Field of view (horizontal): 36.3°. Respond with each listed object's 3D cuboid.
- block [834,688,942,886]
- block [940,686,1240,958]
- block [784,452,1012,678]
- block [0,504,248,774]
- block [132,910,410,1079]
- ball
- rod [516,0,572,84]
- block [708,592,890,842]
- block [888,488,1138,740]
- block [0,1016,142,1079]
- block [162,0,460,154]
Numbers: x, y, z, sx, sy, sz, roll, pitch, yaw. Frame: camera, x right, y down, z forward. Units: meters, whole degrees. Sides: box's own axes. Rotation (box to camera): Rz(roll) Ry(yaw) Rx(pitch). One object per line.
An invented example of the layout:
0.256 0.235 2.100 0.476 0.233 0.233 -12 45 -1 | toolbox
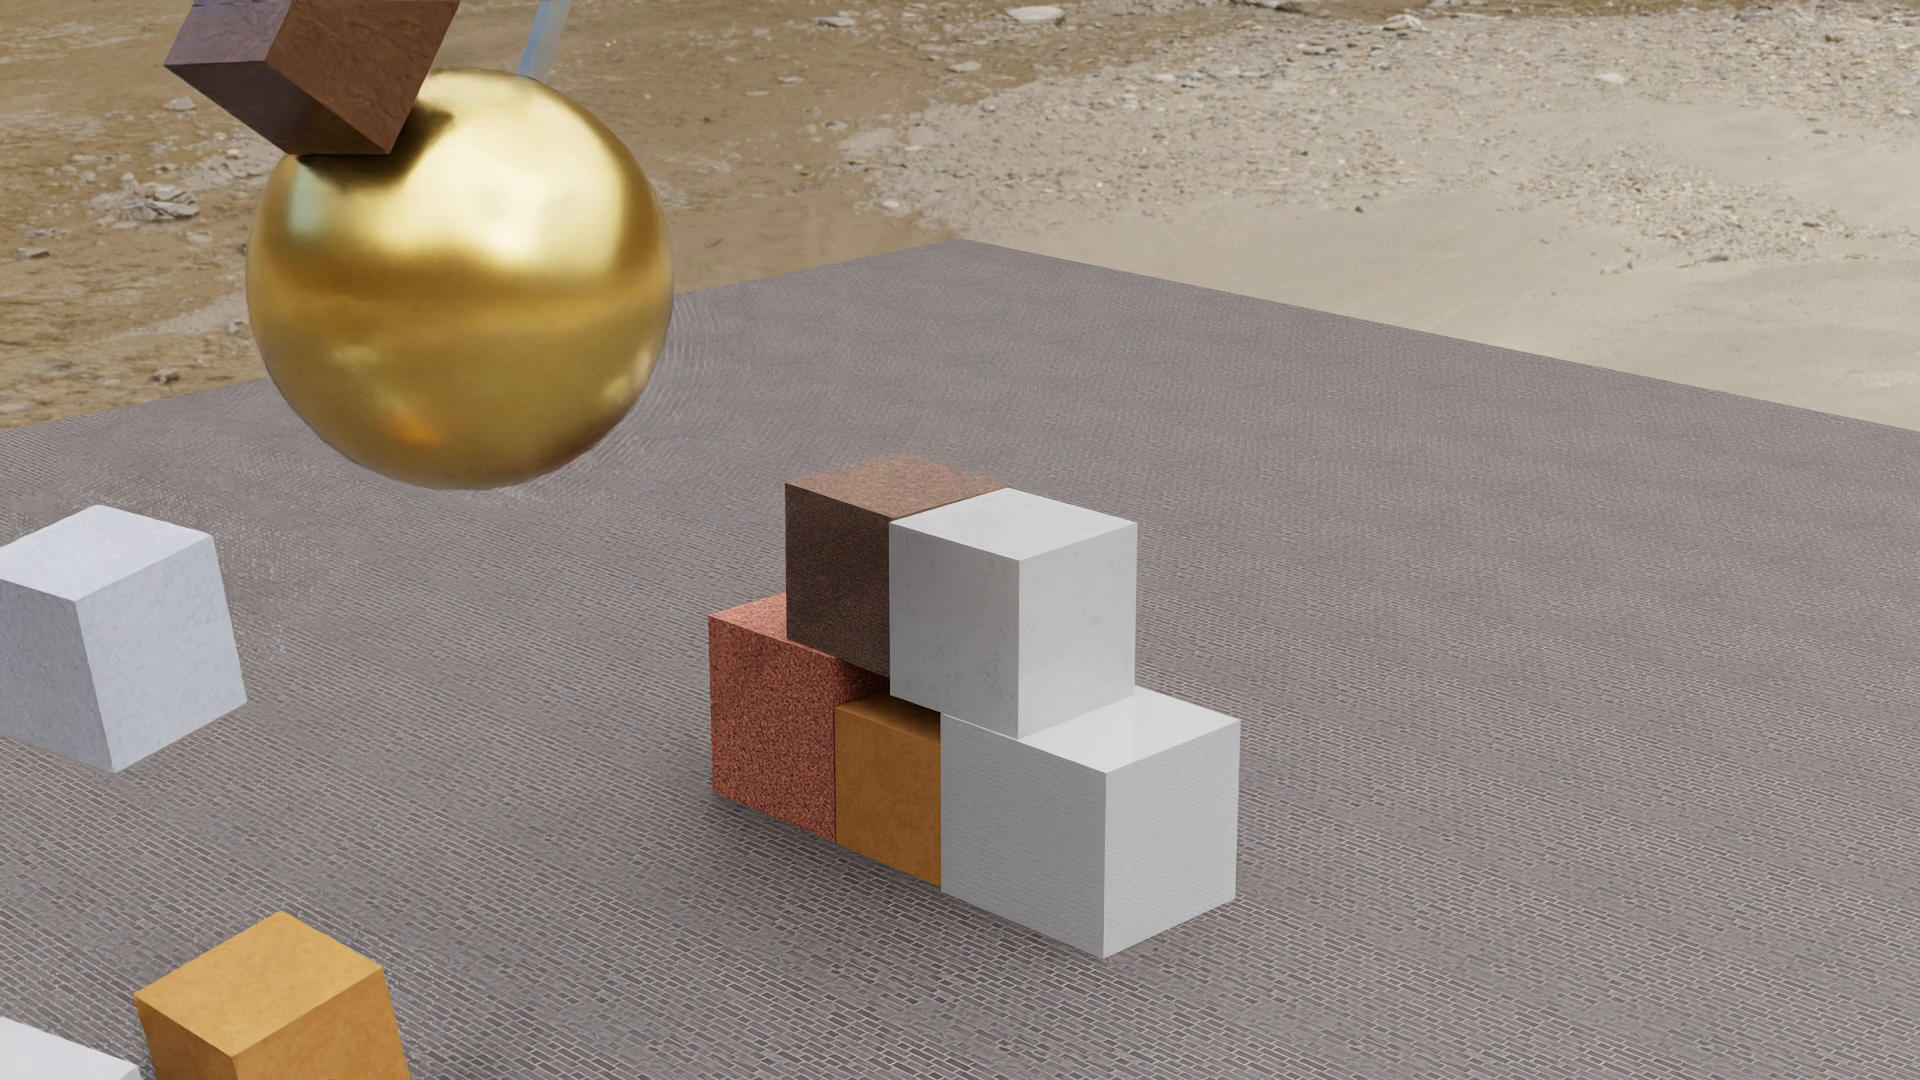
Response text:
-0.048 1.096 13.717 0.785 0.684 0.725 -17 24 -42 | block
0.576 1.193 13.114 0.882 0.860 0.993 -17 24 -42 | block
-0.288 0.105 13.667 0.751 0.767 0.734 -16 24 -42 | block
-2.936 0.327 10.079 0.624 0.640 0.581 13 30 35 | block
-2.546 1.914 10.931 0.661 0.659 0.659 18 36 41 | block
-1.877 -0.980 11.066 1.600 1.600 1.600 0 17 0 | ball
-0.813 -4.208 11.167 0.080 5.200 0.080 17 -2 42 | rod
-0.607 0.806 14.247 0.832 0.920 0.883 -17 24 -42 | block
0.236 0.312 13.126 0.794 0.816 0.766 16 24 42 | block
-3.219 2.163 10.158 0.702 0.659 0.585 11 35 31 | block
-2.272 -1.800 10.327 0.609 0.662 0.594 7 -21 42 | block
